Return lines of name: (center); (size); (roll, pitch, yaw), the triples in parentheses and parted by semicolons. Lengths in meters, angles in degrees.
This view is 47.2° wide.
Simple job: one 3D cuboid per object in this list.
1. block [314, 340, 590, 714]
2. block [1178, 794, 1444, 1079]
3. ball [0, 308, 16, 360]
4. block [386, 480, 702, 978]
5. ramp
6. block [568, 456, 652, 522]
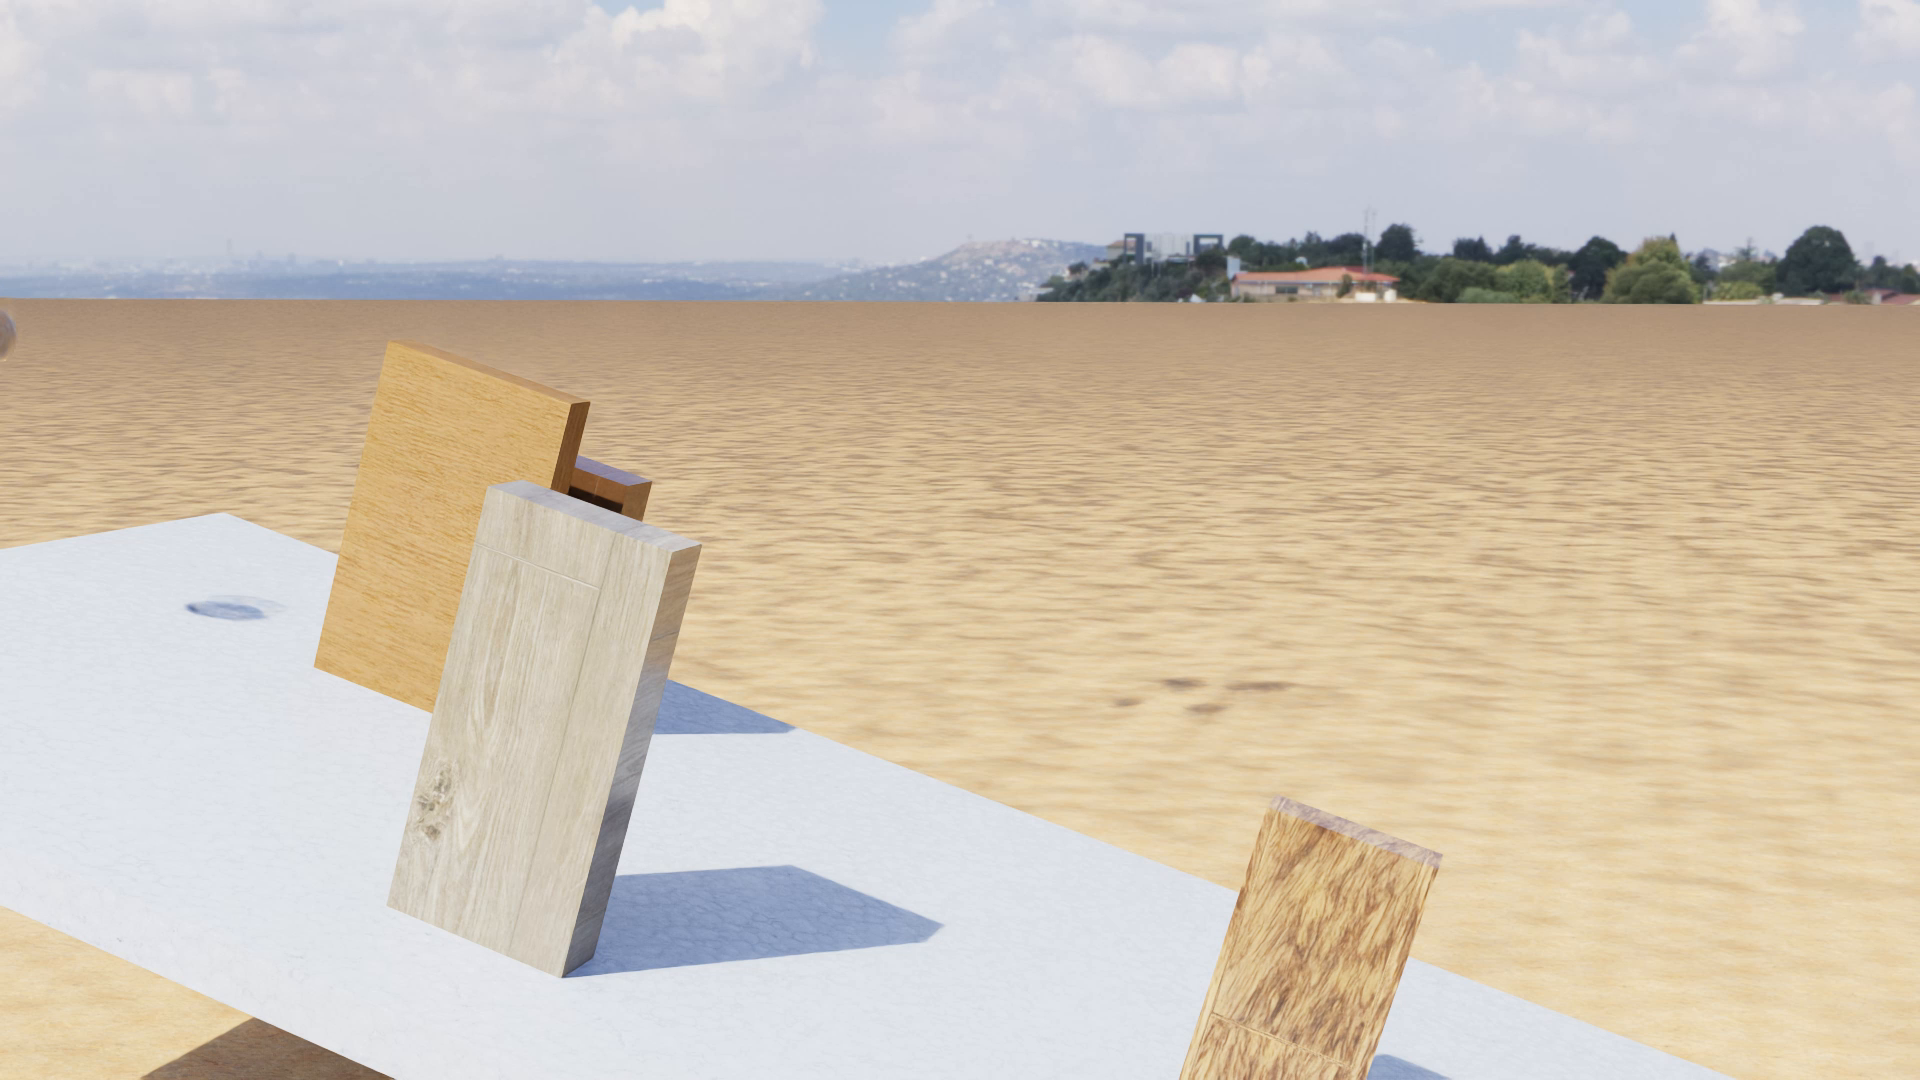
block: (-1.077, -0.007, 4.638); (0.436, 0.730, 0.088); (19, 12, 14)
block: (0.580, 0.751, 3.709); (0.292, 0.569, 0.096); (19, 12, 14)
ball: (-1.940, -0.408, 4.363); (0.123, 0.123, 0.123); (0, 7, 0)
block: (-0.690, 0.309, 3.627); (0.336, 0.743, 0.118); (19, 12, 14)
ramp: (-0.372, 0.721, 4.236); (4.000, 0.100, 2.000); (19, 12, 14)
block: (-0.951, 0.065, 4.973); (0.373, 0.530, 0.127); (19, 12, 14)
